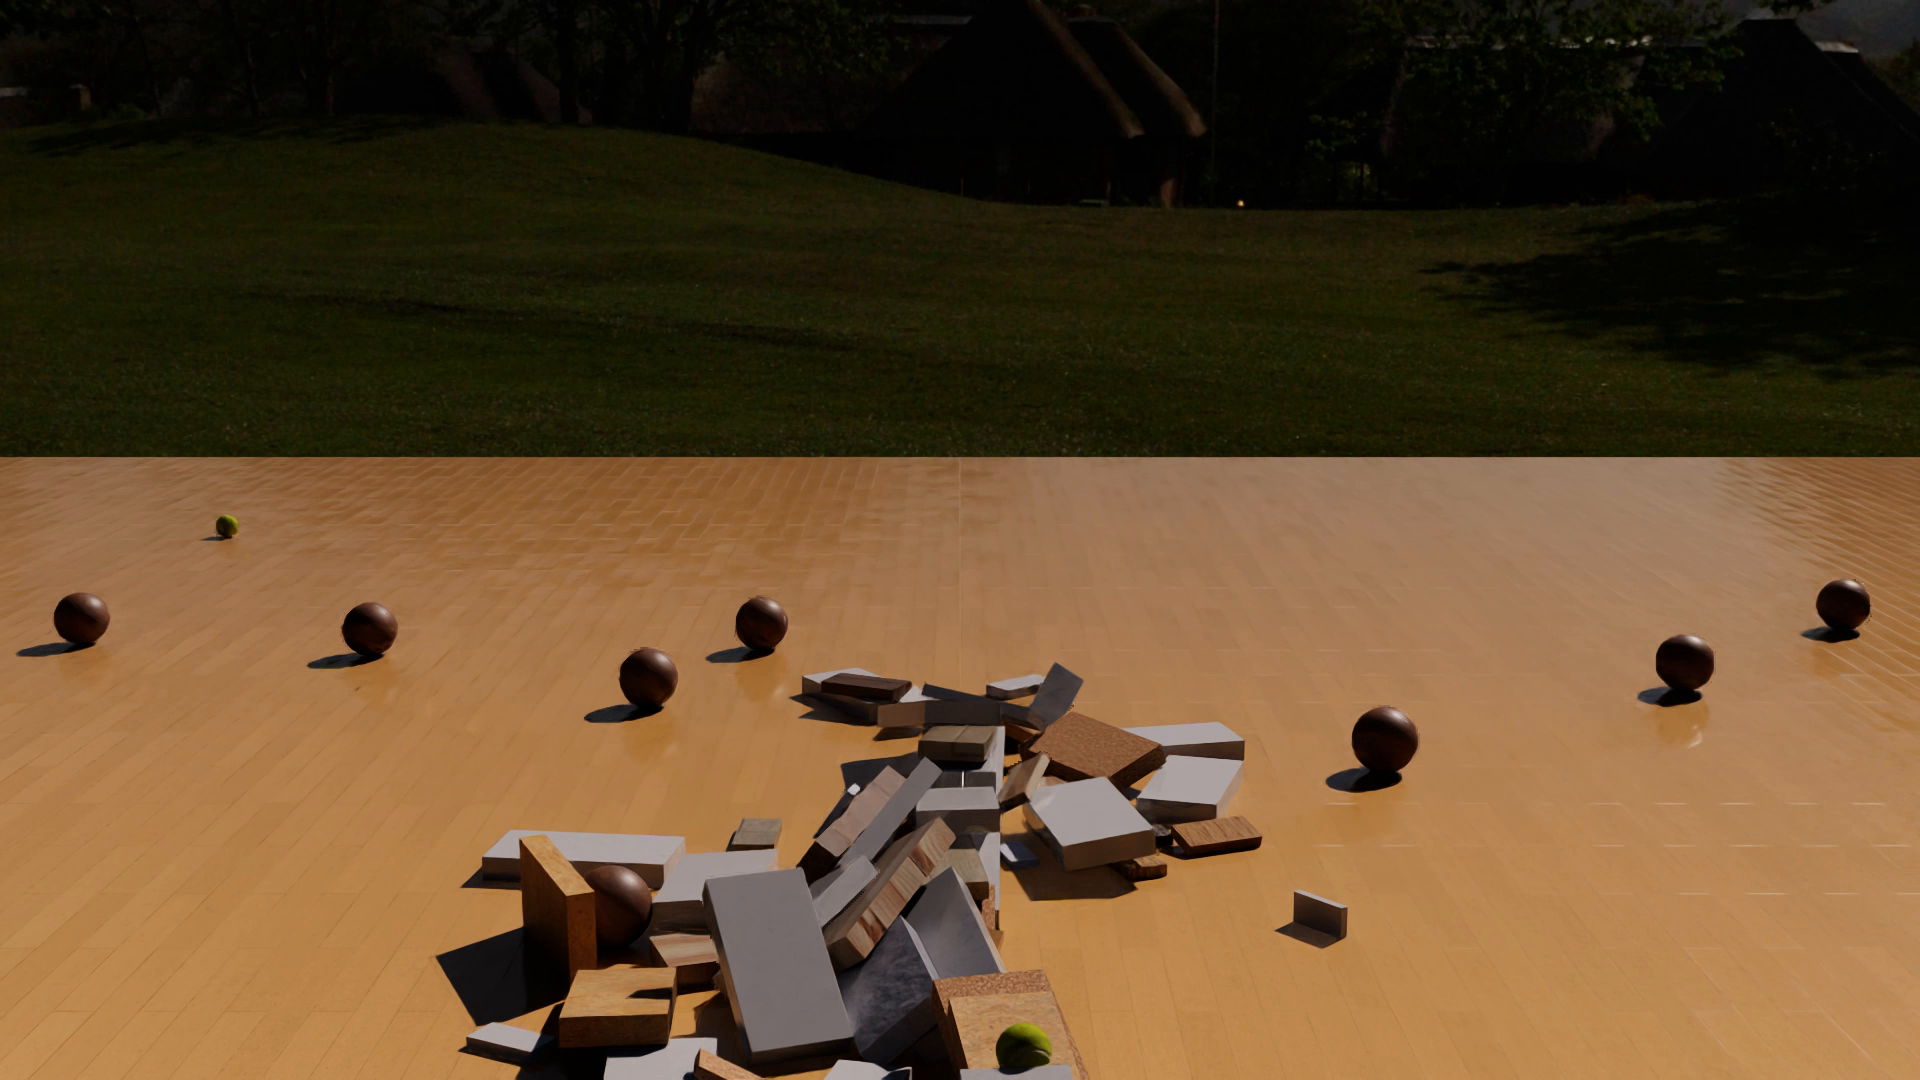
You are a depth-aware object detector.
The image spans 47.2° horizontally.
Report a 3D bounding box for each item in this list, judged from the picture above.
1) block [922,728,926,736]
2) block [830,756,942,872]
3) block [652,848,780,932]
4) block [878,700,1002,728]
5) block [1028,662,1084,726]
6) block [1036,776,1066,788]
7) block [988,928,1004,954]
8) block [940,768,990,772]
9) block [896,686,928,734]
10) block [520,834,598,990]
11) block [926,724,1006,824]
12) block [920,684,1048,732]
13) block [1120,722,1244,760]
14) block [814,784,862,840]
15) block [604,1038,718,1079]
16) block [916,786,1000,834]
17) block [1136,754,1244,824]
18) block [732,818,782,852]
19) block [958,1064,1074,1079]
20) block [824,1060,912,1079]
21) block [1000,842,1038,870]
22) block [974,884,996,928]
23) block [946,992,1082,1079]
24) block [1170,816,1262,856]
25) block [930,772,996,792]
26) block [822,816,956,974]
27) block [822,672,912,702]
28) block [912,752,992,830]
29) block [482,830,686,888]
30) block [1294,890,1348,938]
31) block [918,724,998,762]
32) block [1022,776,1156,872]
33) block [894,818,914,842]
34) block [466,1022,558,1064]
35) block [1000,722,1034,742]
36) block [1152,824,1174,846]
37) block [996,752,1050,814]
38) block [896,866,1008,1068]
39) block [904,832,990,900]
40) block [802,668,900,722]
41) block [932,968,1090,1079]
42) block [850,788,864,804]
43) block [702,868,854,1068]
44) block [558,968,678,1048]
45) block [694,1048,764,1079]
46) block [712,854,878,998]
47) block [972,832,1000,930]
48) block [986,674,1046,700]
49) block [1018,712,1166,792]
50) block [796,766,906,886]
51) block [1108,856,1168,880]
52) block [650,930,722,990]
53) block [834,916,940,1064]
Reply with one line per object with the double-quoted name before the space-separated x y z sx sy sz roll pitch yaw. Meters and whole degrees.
"block" 0.002 0.437 4.371 0.154 0.044 0.308 0 11 -1
"block" -0.134 0.469 3.501 0.037 0.132 0.265 39 48 3
"block" -0.392 0.565 3.568 0.161 0.046 0.321 -4 5 2
"block" -0.045 0.348 4.365 0.154 0.044 0.308 3 -7 -19
"block" 0.198 0.336 4.651 0.074 0.021 0.148 34 56 -2
"block" 0.173 0.479 4.216 0.063 0.018 0.127 0 11 -1
"block" 0.018 0.626 3.254 0.064 0.018 0.128 8 39 13
"block" -0.009 0.491 3.874 0.120 0.034 0.240 0 32 2
"block" -0.096 0.363 4.706 0.076 0.022 0.152 45 16 2
"block" -0.619 0.568 3.378 0.042 0.149 0.297 -5 12 -24
"block" 0.005 0.443 4.162 0.154 0.044 0.308 1 23 3
"block" 0.050 0.340 4.463 0.254 0.025 0.089 11 -15 32
"block" 0.416 0.418 4.480 0.292 0.041 0.146 -3 11 -14
"block" -0.202 0.450 3.621 0.014 0.101 0.050 37 13 5
"block" -0.390 0.723 2.844 0.144 0.041 0.288 -1 11 -5
"block" -0.006 0.450 3.672 0.135 0.038 0.270 -2 1 -1
"block" 0.440 0.474 4.179 0.148 0.042 0.297 3 11 16
"block" -0.362 0.531 3.932 0.074 0.021 0.148 0 11 1
"block" 0.086 0.727 2.572 0.136 0.039 0.273 0 30 -10
"block" -0.139 0.730 2.837 0.102 0.029 0.203 3 11 14
"block" 0.098 0.551 3.842 0.050 0.014 0.101 -3 11 -16
"block" 0.000 0.602 3.358 0.107 0.030 0.213 0 27 1
"block" 0.078 0.677 2.743 0.136 0.039 0.289 -1 29 -12
"block" 0.455 0.526 3.910 0.145 0.021 0.072 -4 26 -23
"block" -0.006 0.498 3.794 0.135 0.038 0.270 0 32 1
"block" -0.133 0.546 3.313 0.153 0.043 0.307 -35 8 38
"block" -0.205 0.322 4.818 0.177 0.025 0.089 5 12 25
"block" -0.012 0.457 4.030 0.120 0.034 0.240 2 23 6
"block" -0.645 0.548 3.782 0.315 0.042 0.148 1 11 7
"block" 0.573 0.596 3.501 0.014 0.050 0.101 -8 13 -38
"block" -0.002 0.378 4.107 0.120 0.034 0.240 2 3 7
"block" 0.221 0.494 3.856 0.161 0.046 0.321 -9 12 -9
"block" -0.098 0.529 3.767 0.014 0.050 0.101 -9 28 19
"block" -0.622 0.697 3.050 0.113 0.016 0.057 6 12 28
"block" 0.098 0.384 4.594 0.089 0.025 0.177 29 1 -20
"block" 0.311 0.532 3.932 0.127 0.018 0.063 -3 11 -15
"block" 0.111 0.443 3.995 0.072 0.021 0.145 -29 12 27
"block" -0.027 0.607 3.173 0.153 0.043 0.405 -36 17 0
"block" -0.023 0.514 3.481 0.107 0.030 0.213 -2 15 -8
"block" -0.216 0.342 4.889 0.146 0.041 0.292 -7 13 -33
"block" 0.074 0.675 2.832 0.153 0.043 0.307 -3 29 -14
"block" -0.168 0.497 4.113 0.074 0.021 0.148 1 11 5
"block" -0.259 0.596 3.087 0.144 0.041 0.288 -4 47 -20
"block" -0.477 0.654 3.089 0.144 0.041 0.288 -1 1 -5
"block" -0.292 0.704 2.863 0.113 0.016 0.057 28 7 -9
"block" -0.243 0.572 3.265 0.132 0.037 0.265 -35 2 42
"block" -0.002 0.546 3.617 0.135 0.038 0.270 0 25 1
"block" 0.141 0.333 4.993 0.152 0.022 0.076 -9 14 -40
"block" 0.257 0.421 4.333 0.146 0.041 0.292 -29 23 -26
"block" -0.204 0.509 3.674 0.046 0.161 0.432 37 16 5
"block" 0.294 0.553 3.809 0.072 0.021 0.145 -4 11 -20
"block" -0.299 0.627 3.366 0.329 0.037 0.132 -4 11 -20
"block" -0.099 0.635 3.095 0.136 0.039 0.273 -40 17 -2
